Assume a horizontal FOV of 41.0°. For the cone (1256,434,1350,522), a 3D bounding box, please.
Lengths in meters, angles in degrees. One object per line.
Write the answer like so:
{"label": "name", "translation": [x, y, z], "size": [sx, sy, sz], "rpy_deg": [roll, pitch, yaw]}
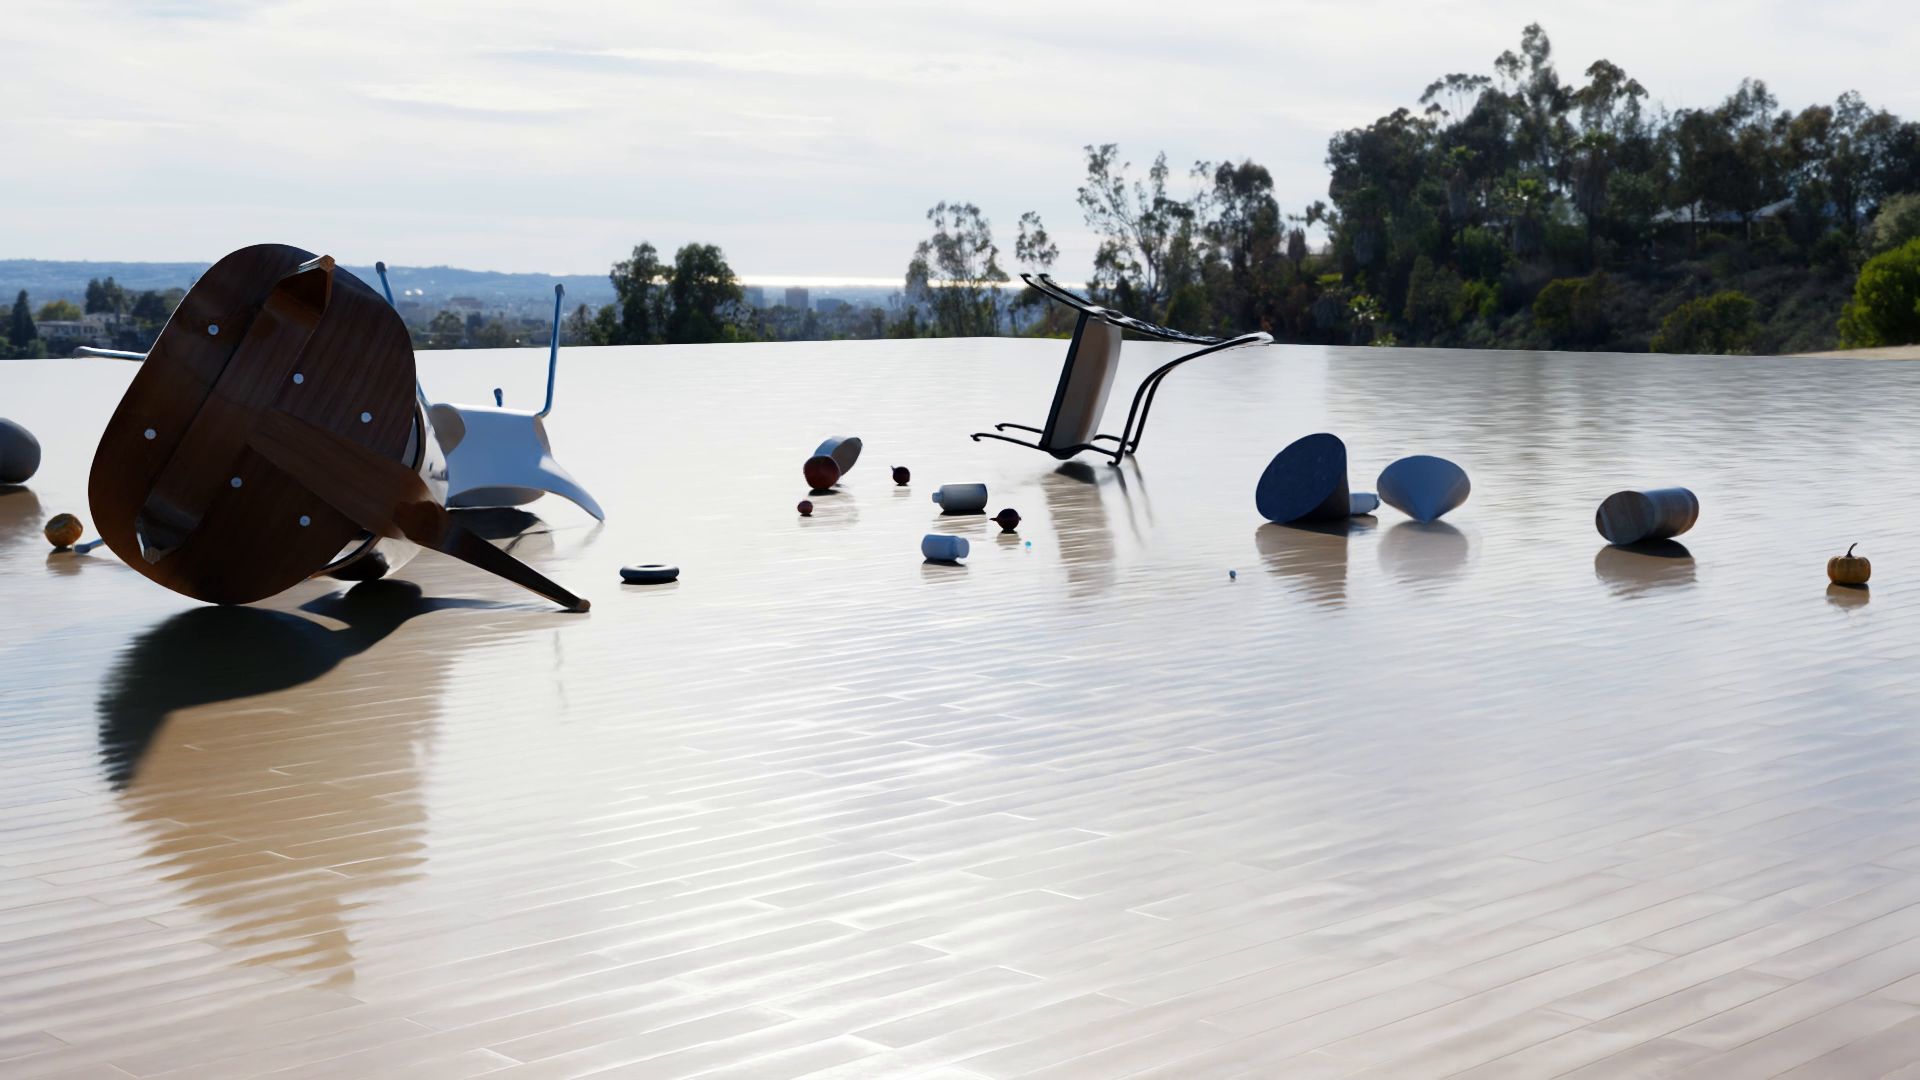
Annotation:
{"label": "cone", "translation": [0.992, -0.115, 6.957], "size": [0.219, 0.273, 0.314], "rpy_deg": [35, -35, -32]}

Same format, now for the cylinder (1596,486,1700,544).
{"label": "cylinder", "translation": [1.707, -0.063, 6.370], "size": [0.211, 0.129, 0.168], "rpy_deg": [-6, -12, -43]}

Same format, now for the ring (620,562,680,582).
{"label": "ring", "translation": [-0.677, 0.070, 5.596], "size": [0.130, 0.029, 0.171], "rpy_deg": [1, 6, 6]}

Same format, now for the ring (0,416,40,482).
{"label": "ring", "translation": [-3.085, -0.307, 8.018], "size": [0.405, 0.165, 0.484], "rpy_deg": [14, -12, 3]}

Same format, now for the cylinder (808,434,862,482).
{"label": "cylinder", "translation": [-0.407, -0.267, 8.320], "size": [0.083, 0.176, 0.151], "rpy_deg": [44, -12, -21]}

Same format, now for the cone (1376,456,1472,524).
{"label": "cone", "translation": [1.245, -0.093, 6.881], "size": [0.252, 0.208, 0.170], "rpy_deg": [3, 38, 8]}
